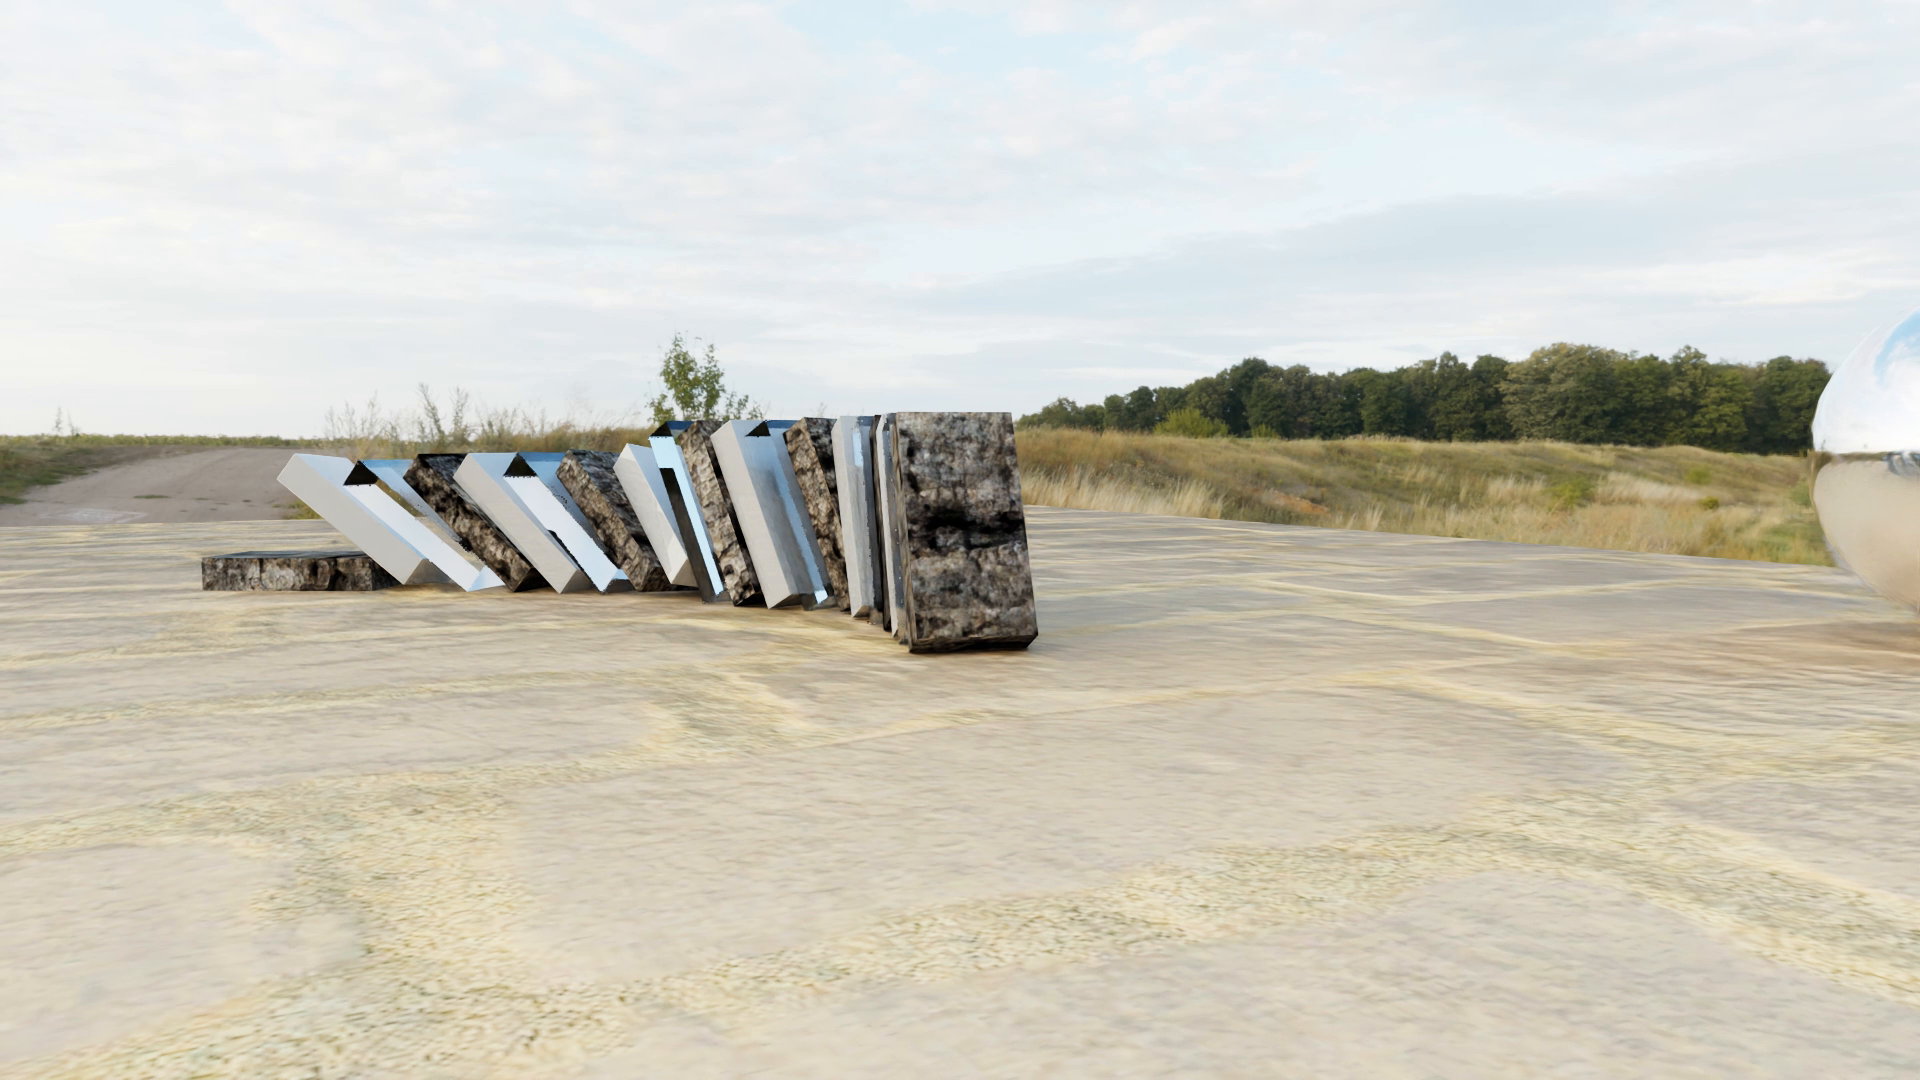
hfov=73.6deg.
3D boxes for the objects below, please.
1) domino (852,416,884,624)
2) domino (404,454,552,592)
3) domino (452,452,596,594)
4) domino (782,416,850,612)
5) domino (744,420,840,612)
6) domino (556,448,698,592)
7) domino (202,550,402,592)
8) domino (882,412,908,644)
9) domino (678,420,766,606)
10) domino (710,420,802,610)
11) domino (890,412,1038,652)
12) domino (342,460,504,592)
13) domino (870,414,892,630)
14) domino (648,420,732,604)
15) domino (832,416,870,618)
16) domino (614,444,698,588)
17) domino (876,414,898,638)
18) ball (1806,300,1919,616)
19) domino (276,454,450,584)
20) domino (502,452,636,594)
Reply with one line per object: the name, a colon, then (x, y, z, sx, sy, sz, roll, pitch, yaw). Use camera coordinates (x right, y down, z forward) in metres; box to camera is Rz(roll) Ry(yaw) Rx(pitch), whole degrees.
domino: (-0.011, -0.005, 0.310, 0.025, 0.050, 0.009, -1, -21, -15)
domino: (-0.139, -0.006, 0.383, 0.050, 0.009, 0.025, 43, 16, 11)
domino: (-0.123, -0.006, 0.380, 0.050, 0.009, 0.025, 44, 18, 14)
domino: (-0.027, -0.007, 0.334, 0.009, 0.050, 0.025, -32, -19, 38)
domino: (-0.037, -0.007, 0.338, 0.009, 0.050, 0.025, -32, -17, 38)
domino: (-0.094, -0.006, 0.372, 0.050, 0.009, 0.025, 49, 25, 26)
domino: (-0.195, 0.009, 0.384, 0.050, 0.009, 0.025, 0, 4, 2)
domino: (-0.002, -0.003, 0.280, 0.025, 0.050, 0.009, -1, -21, -13)
domino: (-0.056, -0.008, 0.348, 0.009, 0.050, 0.025, -32, -17, 38)
domino: (-0.047, -0.008, 0.343, 0.009, 0.050, 0.025, -32, -17, 38)
domino: (0.000, -0.002, 0.269, 0.025, 0.050, 0.010, -1, -21, -13)
domino: (-0.156, -0.005, 0.384, 0.050, 0.010, 0.025, 38, 11, 7)
domino: (-0.007, -0.005, 0.300, 0.025, 0.050, 0.009, -1, -21, -13)
domino: (-0.066, -0.008, 0.354, 0.010, 0.050, 0.025, -32, -17, 38)
domino: (-0.016, -0.006, 0.320, 0.025, 0.050, 0.009, -1, -21, -20)
domino: (-0.079, -0.006, 0.370, 0.025, 0.009, 0.050, 11, 34, -45)
domino: (-0.004, -0.004, 0.290, 0.025, 0.050, 0.009, -1, -21, -13)
ball: (0.230, -0.018, 0.276, 0.080, 0.080, 0.080, 0, 4, 0)
domino: (-0.175, -0.006, 0.384, 0.050, 0.009, 0.025, 38, 5, 5)
domino: (-0.108, -0.006, 0.376, 0.050, 0.009, 0.025, 45, 22, 19)
